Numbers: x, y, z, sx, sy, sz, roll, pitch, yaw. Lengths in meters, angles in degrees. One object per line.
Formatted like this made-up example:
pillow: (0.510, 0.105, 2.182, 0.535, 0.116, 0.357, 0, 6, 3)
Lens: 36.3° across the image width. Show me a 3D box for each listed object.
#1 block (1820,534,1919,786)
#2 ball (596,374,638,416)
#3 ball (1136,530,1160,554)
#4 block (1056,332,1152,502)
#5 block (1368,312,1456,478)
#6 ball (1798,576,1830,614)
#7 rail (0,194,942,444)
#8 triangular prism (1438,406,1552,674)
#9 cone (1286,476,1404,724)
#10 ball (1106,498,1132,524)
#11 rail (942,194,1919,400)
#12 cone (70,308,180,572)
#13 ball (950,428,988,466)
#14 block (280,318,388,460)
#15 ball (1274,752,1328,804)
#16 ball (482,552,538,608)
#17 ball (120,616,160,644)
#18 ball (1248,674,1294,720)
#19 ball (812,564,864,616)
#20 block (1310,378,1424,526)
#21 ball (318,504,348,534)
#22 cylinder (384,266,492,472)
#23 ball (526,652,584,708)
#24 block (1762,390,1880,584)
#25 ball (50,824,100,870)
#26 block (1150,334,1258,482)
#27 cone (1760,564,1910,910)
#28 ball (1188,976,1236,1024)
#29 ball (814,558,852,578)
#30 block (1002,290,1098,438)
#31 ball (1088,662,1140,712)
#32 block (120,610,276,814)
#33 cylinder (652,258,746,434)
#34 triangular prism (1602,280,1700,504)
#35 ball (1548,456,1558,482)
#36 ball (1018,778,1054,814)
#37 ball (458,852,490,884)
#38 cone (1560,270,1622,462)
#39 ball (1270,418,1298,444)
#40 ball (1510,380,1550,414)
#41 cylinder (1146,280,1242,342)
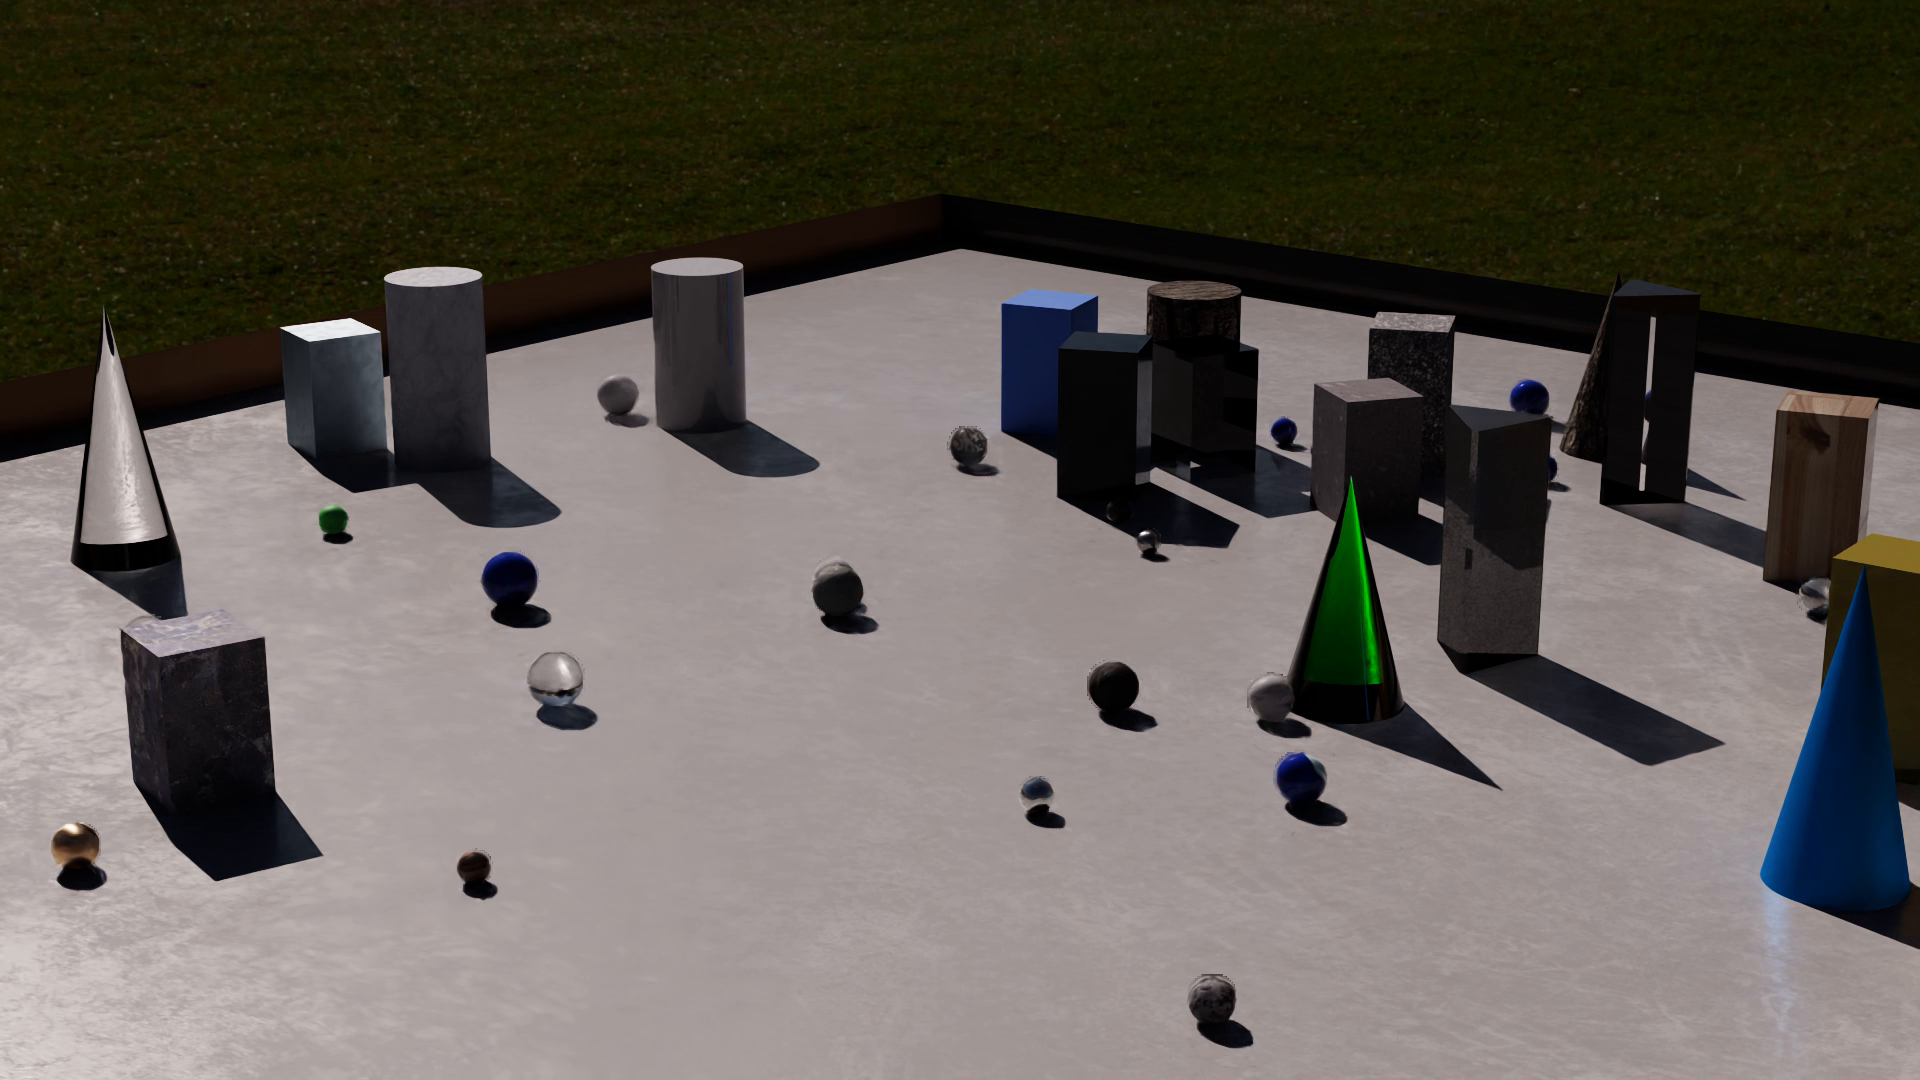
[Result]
block: (1.377, 0.174, 4.321, 0.156, 0.318, 0.156, 12, 21, 35)
ball: (-0.739, -0.314, 6.333, 0.090, 0.090, 0.090, 0, 17, 0)
ball: (0.344, 0.004, 5.357, 0.044, 0.044, 0.044, 0, 17, 0)
block: (0.284, -0.242, 5.734, 0.156, 0.298, 0.156, 4, 17, 14)
block: (0.904, -0.292, 5.898, 0.156, 0.299, 0.156, 4, 17, 13)
ball: (1.469, 0.095, 5.017, 0.067, 0.067, 0.067, 0, 17, 0)
rail: (-1.628, -0.377, 6.473, 0.045, 0.126, 4.862, 14, 22, 39)
triangular prism: (0.840, -0.009, 4.779, 0.168, 0.404, 0.146, -11, 20, -32)
cone: (0.600, 0.078, 4.549, 0.194, 0.369, 0.194, 0, 17, 0)
ball: (0.301, -0.055, 5.542, 0.050, 0.050, 0.050, 0, 17, 0)
rail: (1.578, -0.493, 6.860, 4.359, 0.126, 0.045, 14, 22, 39)
cone: (-1.524, -0.197, 5.286, 0.194, 0.469, 0.194, 0, 17, 0)
ball: (0.018, -0.190, 5.943, 0.077, 0.077, 0.077, 0, 17, 0)
block: (-1.294, -0.314, 6.059, 0.156, 0.247, 0.156, -11, 20, -32)
ball: (0.487, 0.341, 4.189, 0.074, 0.074, 0.074, 0, 17, 0)
ball: (-0.776, 0.069, 5.051, 0.097, 0.097, 0.097, 0, 17, 0)
ball: (-1.322, 0.164, 4.765, 0.080, 0.080, 0.080, 0, 17, 0)
ball: (0.480, 0.243, 4.518, 0.071, 0.071, 0.071, 0, 17, 0)
ball: (-0.209, 0.086, 5.009, 0.088, 0.088, 0.088, 0, 17, 0)
block: (0.774, -0.169, 5.587, 0.156, 0.242, 0.156, -5, 17, -16)
ball: (-1.171, -0.038, 5.478, 0.055, 0.055, 0.055, 0, 17, 0)
cylinder: (-1.056, -0.346, 5.933, 0.194, 0.381, 0.194, 0, 17, 0)
ball: (-0.631, 0.218, 4.572, 0.088, 0.088, 0.088, 0, 17, 0)
block: (1.527, -0.090, 5.203, 0.156, 0.313, 0.156, 7, 18, 22)
ball: (-1.196, 0.414, 3.963, 0.064, 0.064, 0.064, 0, 17, 0)
block: (0.488, -0.267, 5.894, 0.156, 0.253, 0.156, -9, 19, -27)
cone: (1.173, 0.243, 3.867, 0.194, 0.447, 0.194, 0, 17, 0)
ball: (0.302, 0.552, 3.518, 0.058, 0.058, 0.058, 0, 17, 0)
ball: (-0.218, 0.068, 5.090, 0.073, 0.073, 0.073, 0, 17, 0)
block: (0.190, -0.374, 6.207, 0.156, 0.277, 0.156, 7, 18, 23)
ball: (0.239, 0.228, 4.557, 0.078, 0.078, 0.078, 0, 17, 0)
block: (-1.099, 0.245, 4.228, 0.156, 0.235, 0.156, -11, 20, -33)
cylinder: (-0.555, -0.415, 6.236, 0.194, 0.339, 0.194, 0, 17, 0)
triangular prism: (1.316, -0.289, 5.693, 0.168, 0.412, 0.146, -2, 17, -6)
ball: (1.159, -0.141, 5.819, 0.056, 0.056, 0.056, 0, 17, 0)
ball: (0.109, 0.363, 4.156, 0.051, 0.051, 0.051, 0, 17, 0)
ball: (-0.650, 0.438, 3.918, 0.044, 0.044, 0.044, 0, 17, 0)
cone: (1.338, -0.367, 6.010, 0.194, 0.378, 0.194, 0, 17, 0)
ball: (0.675, -0.226, 6.104, 0.054, 0.054, 0.054, 0, 17, 0)
ball: (1.222, -0.300, 6.294, 0.086, 0.086, 0.086, 0, 17, 0)
cylinder: (0.485, -0.365, 6.110, 0.194, 0.316, 0.194, 0, 17, 0)
